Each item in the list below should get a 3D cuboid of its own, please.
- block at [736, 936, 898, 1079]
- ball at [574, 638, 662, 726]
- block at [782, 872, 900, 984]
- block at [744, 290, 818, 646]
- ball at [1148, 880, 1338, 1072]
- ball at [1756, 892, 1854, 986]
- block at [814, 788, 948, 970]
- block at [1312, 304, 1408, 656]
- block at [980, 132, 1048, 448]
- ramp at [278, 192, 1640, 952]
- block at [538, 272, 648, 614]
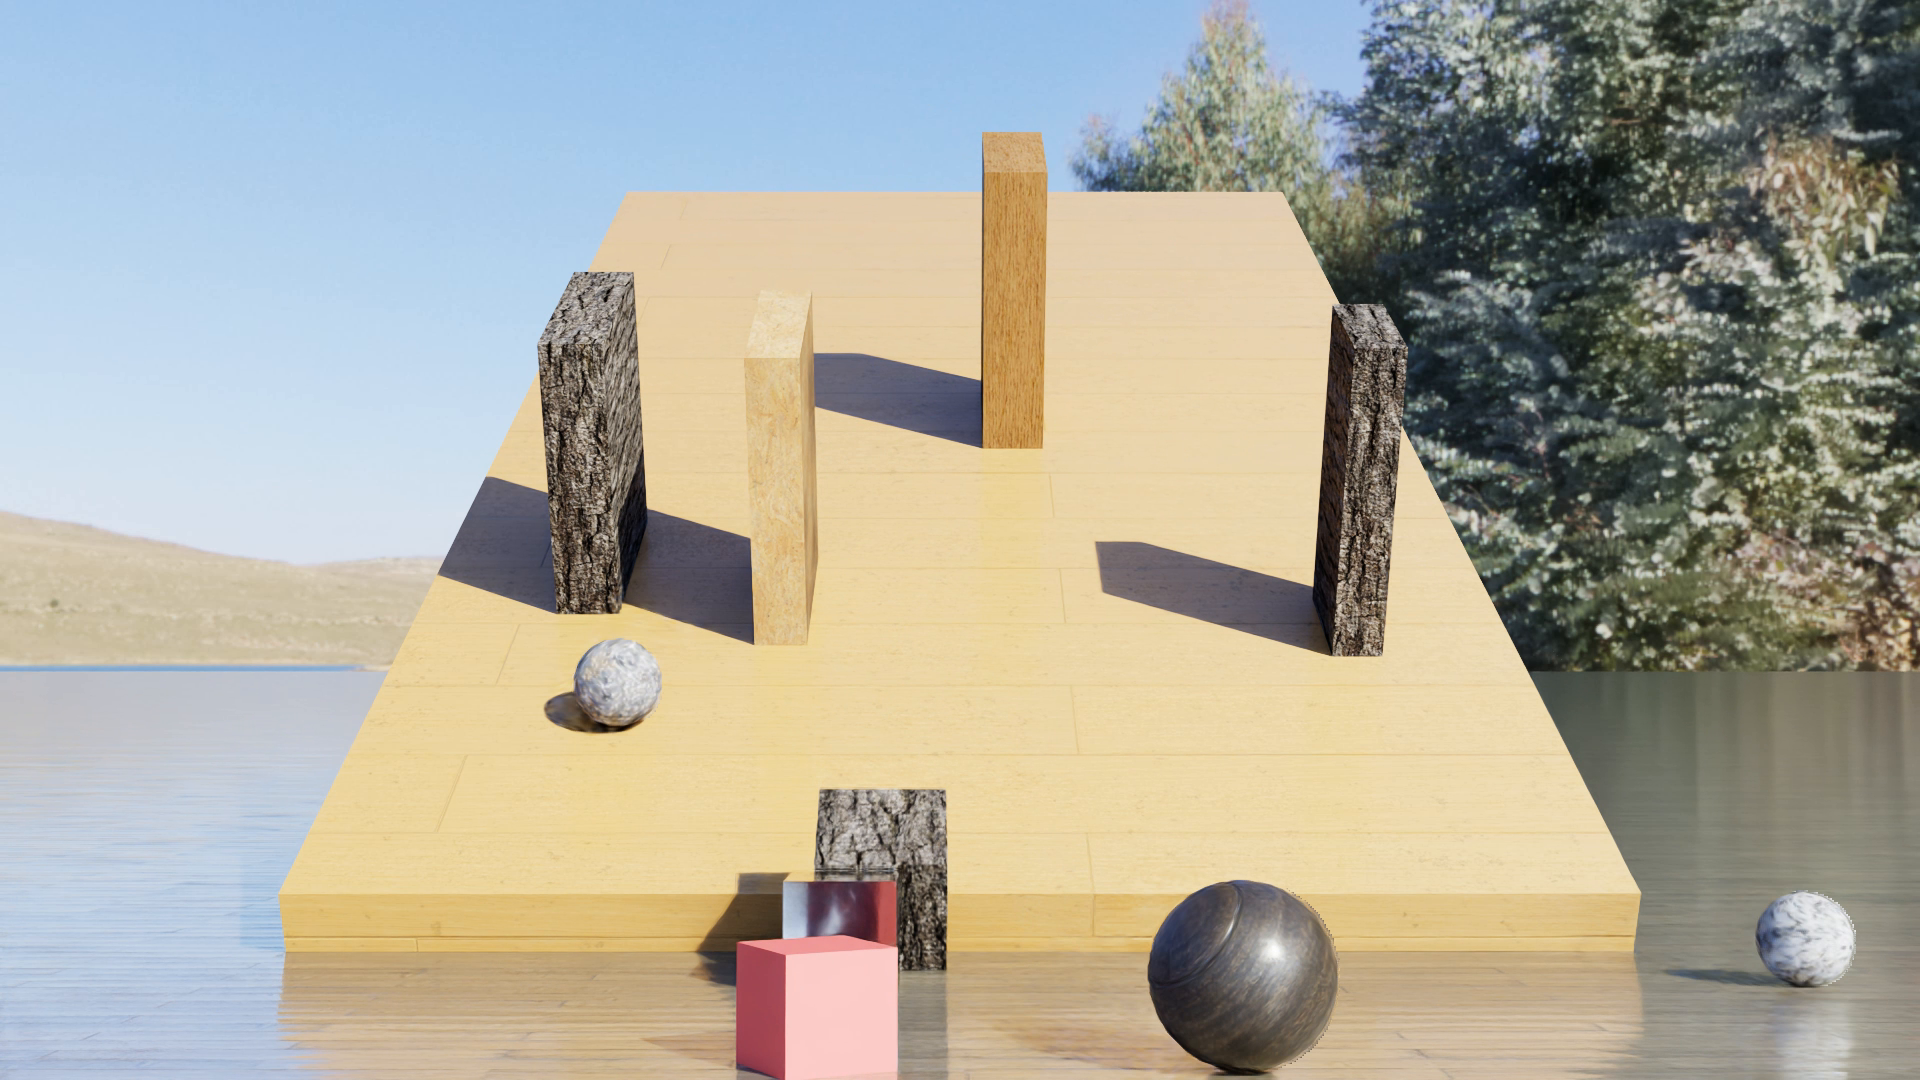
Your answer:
[{"bbox_3d":[-0.153,0.494,2.458,0.128,0.128,0.128,2,-4,-29],"label":"block"},{"bbox_3d":[-0.571,0.237,3.865,0.146,0.146,0.146,0,-3,0],"label":"ball"},{"bbox_3d":[-0.155,0.517,3.055,0.146,0.146,0.146,0,-3,0],"label":"block"},{"bbox_3d":[-0.322,-0.138,4.234,0.094,0.544,0.391,0,23,0],"label":"block"},{"bbox_3d":[0.297,0.457,2.435,0.199,0.199,0.199,0,-3,0],"label":"ball"},{"bbox_3d":[1.120,0.530,3.073,0.123,0.123,0.123,0,-3,0],"label":"ball"},{"bbox_3d":[-0.109,0.477,3.262,0.181,0.181,0.181,0,28,-1],"label":"block"},{"bbox_3d":[0.708,-0.106,4.123,0.090,0.578,0.246,0,23,0],"label":"block"},{"bbox_3d":[0.116,-0.554,5.110,0.132,0.616,0.360,0,23,0],"label":"block"},{"bbox_3d":[-0.008,-0.226,5.255,2.000,0.100,4.000,0,23,0],"label":"ramp"},{"bbox_3d":[-0.688,-0.191,4.378,0.115,0.525,0.440,0,23,0],"label":"block"}]
